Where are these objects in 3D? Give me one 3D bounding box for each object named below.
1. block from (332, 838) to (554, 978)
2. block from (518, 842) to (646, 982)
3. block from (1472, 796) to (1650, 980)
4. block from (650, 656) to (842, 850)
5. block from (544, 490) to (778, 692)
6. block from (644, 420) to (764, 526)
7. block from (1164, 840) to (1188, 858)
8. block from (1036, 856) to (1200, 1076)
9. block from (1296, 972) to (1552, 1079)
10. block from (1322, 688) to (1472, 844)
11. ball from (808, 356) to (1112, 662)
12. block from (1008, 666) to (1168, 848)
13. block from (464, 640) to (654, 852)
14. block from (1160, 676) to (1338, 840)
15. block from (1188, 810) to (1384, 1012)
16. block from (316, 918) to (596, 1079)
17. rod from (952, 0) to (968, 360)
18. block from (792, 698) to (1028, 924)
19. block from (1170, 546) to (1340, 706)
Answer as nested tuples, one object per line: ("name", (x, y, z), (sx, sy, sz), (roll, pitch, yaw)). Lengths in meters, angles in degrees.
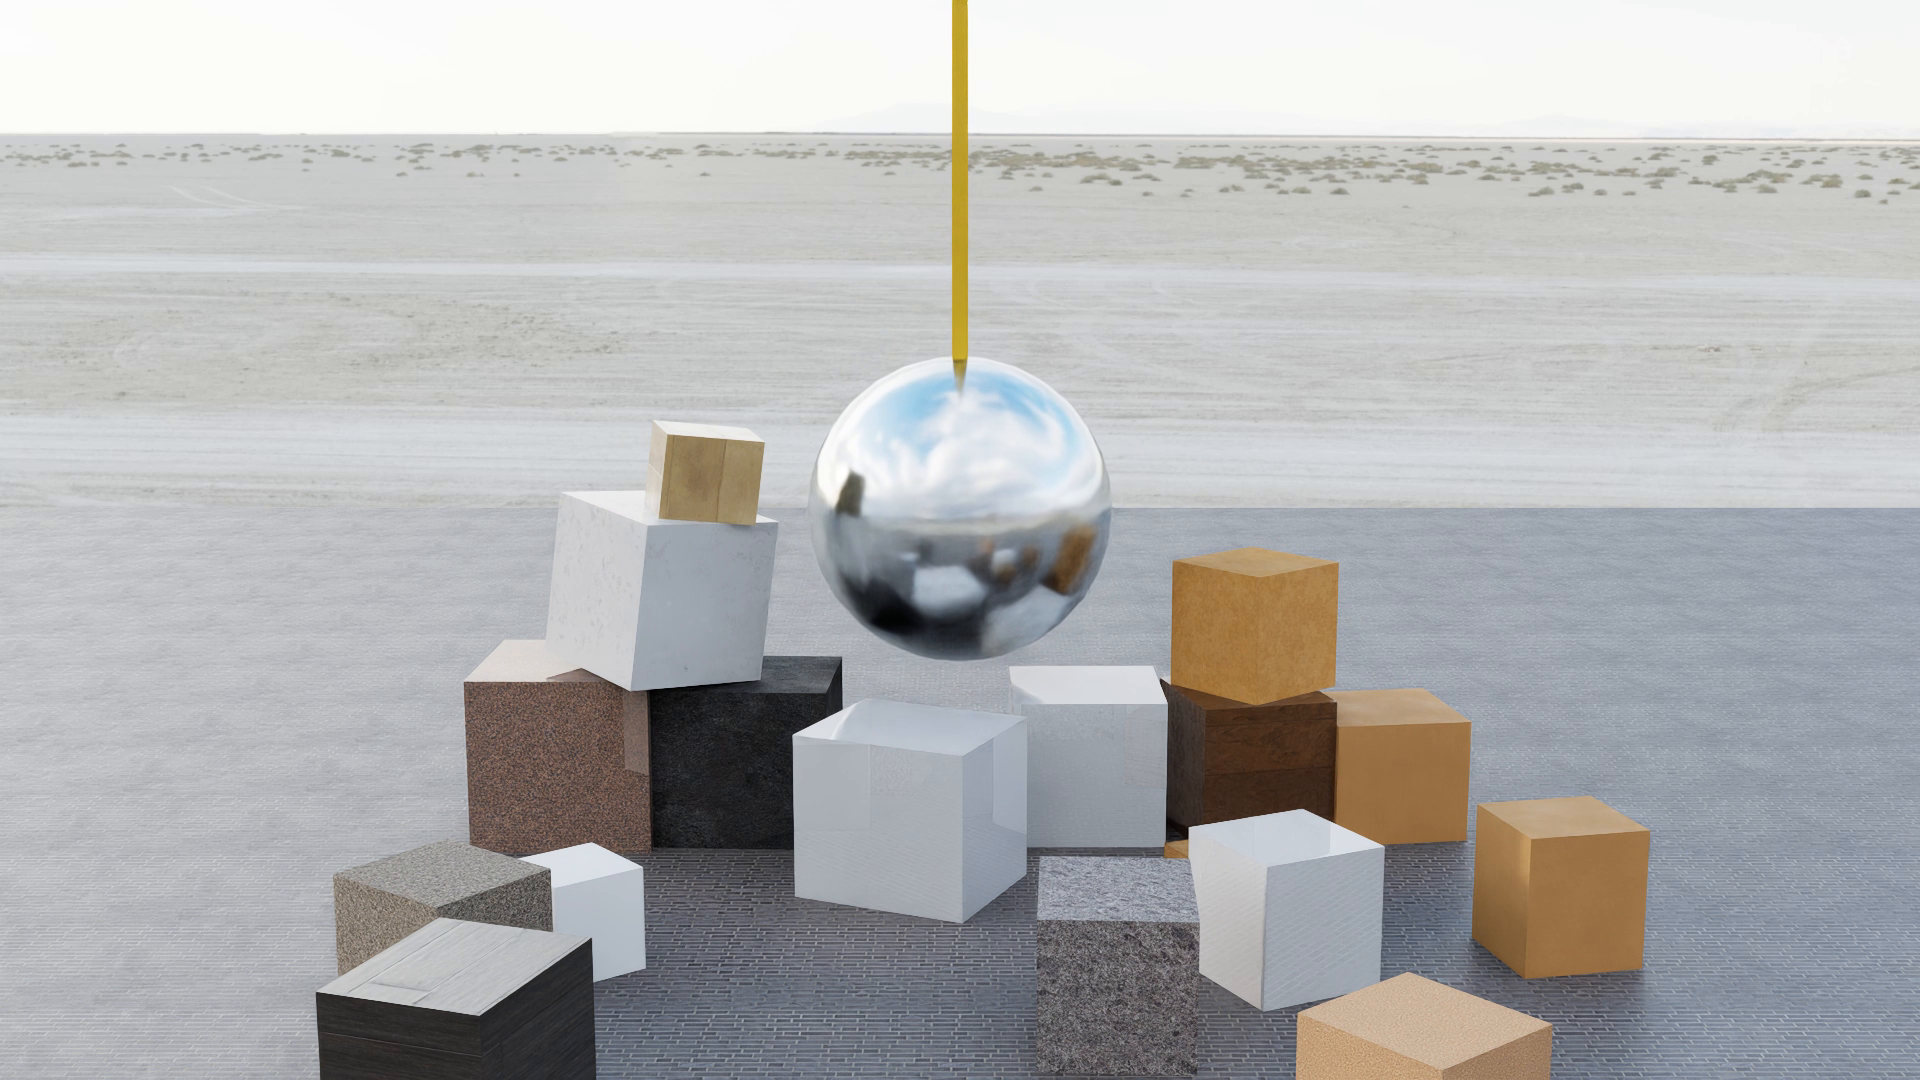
("block", (-2.068, 1.632, 8.839), (0.636, 0.626, 0.577), (8, 13, 37))
("block", (-1.650, 1.610, 9.443), (0.420, 0.454, 0.435), (-8, 13, -38))
("block", (2.606, 1.502, 9.574), (0.548, 0.619, 0.514), (-2, 11, -12))
("block", (-1.082, 1.082, 11.355), (0.878, 0.809, 0.792), (1, 10, 3))
("block", (-1.509, 0.233, 11.090), (0.784, 0.820, 0.786), (-2, 14, -42))
("block", (-1.270, -0.335, 10.900), (0.483, 0.418, 0.414), (4, 11, -18))
("block", (1.206, 1.576, 9.829), (0.413, 0.382, 0.463), (-5, 11, -25))
("block", (0.614, 1.667, 8.687), (0.612, 0.612, 0.747), (1, 10, 3))
("block", (1.531, 1.898, 7.309), (0.571, 0.651, 0.598), (-8, 13, -39))
("block", (2.182, 1.168, 11.405), (0.689, 0.622, 0.699), (-1, 10, -8))
("ball", (0.000, -0.162, 11.543), (1.600, 1.600, 1.600), (0, 10, 0))
("block", (0.648, 1.109, 11.395), (0.766, 0.742, 0.804), (0, 10, 0))
("block", (-1.986, 1.047, 11.357), (0.906, 0.876, 0.918), (0, 10, 1))
("block", (1.464, 1.127, 11.297), (0.695, 0.741, 0.697), (-3, 11, -14))
("block", (1.370, 1.552, 9.307), (0.586, 0.617, 0.585), (-5, 11, -26))
("block", (-1.732, 1.808, 7.654), (0.626, 0.703, 0.756), (4, 11, 19))
("rod", (0.000, -3.462, 10.721), (0.080, 5.200, 0.080), (0, 14, 0))
("block", (-0.227, 1.262, 10.430), (0.865, 0.786, 0.750), (5, 11, 24))
("block", (1.507, 0.428, 11.263), (0.604, 0.647, 0.588), (-9, 14, -40))
